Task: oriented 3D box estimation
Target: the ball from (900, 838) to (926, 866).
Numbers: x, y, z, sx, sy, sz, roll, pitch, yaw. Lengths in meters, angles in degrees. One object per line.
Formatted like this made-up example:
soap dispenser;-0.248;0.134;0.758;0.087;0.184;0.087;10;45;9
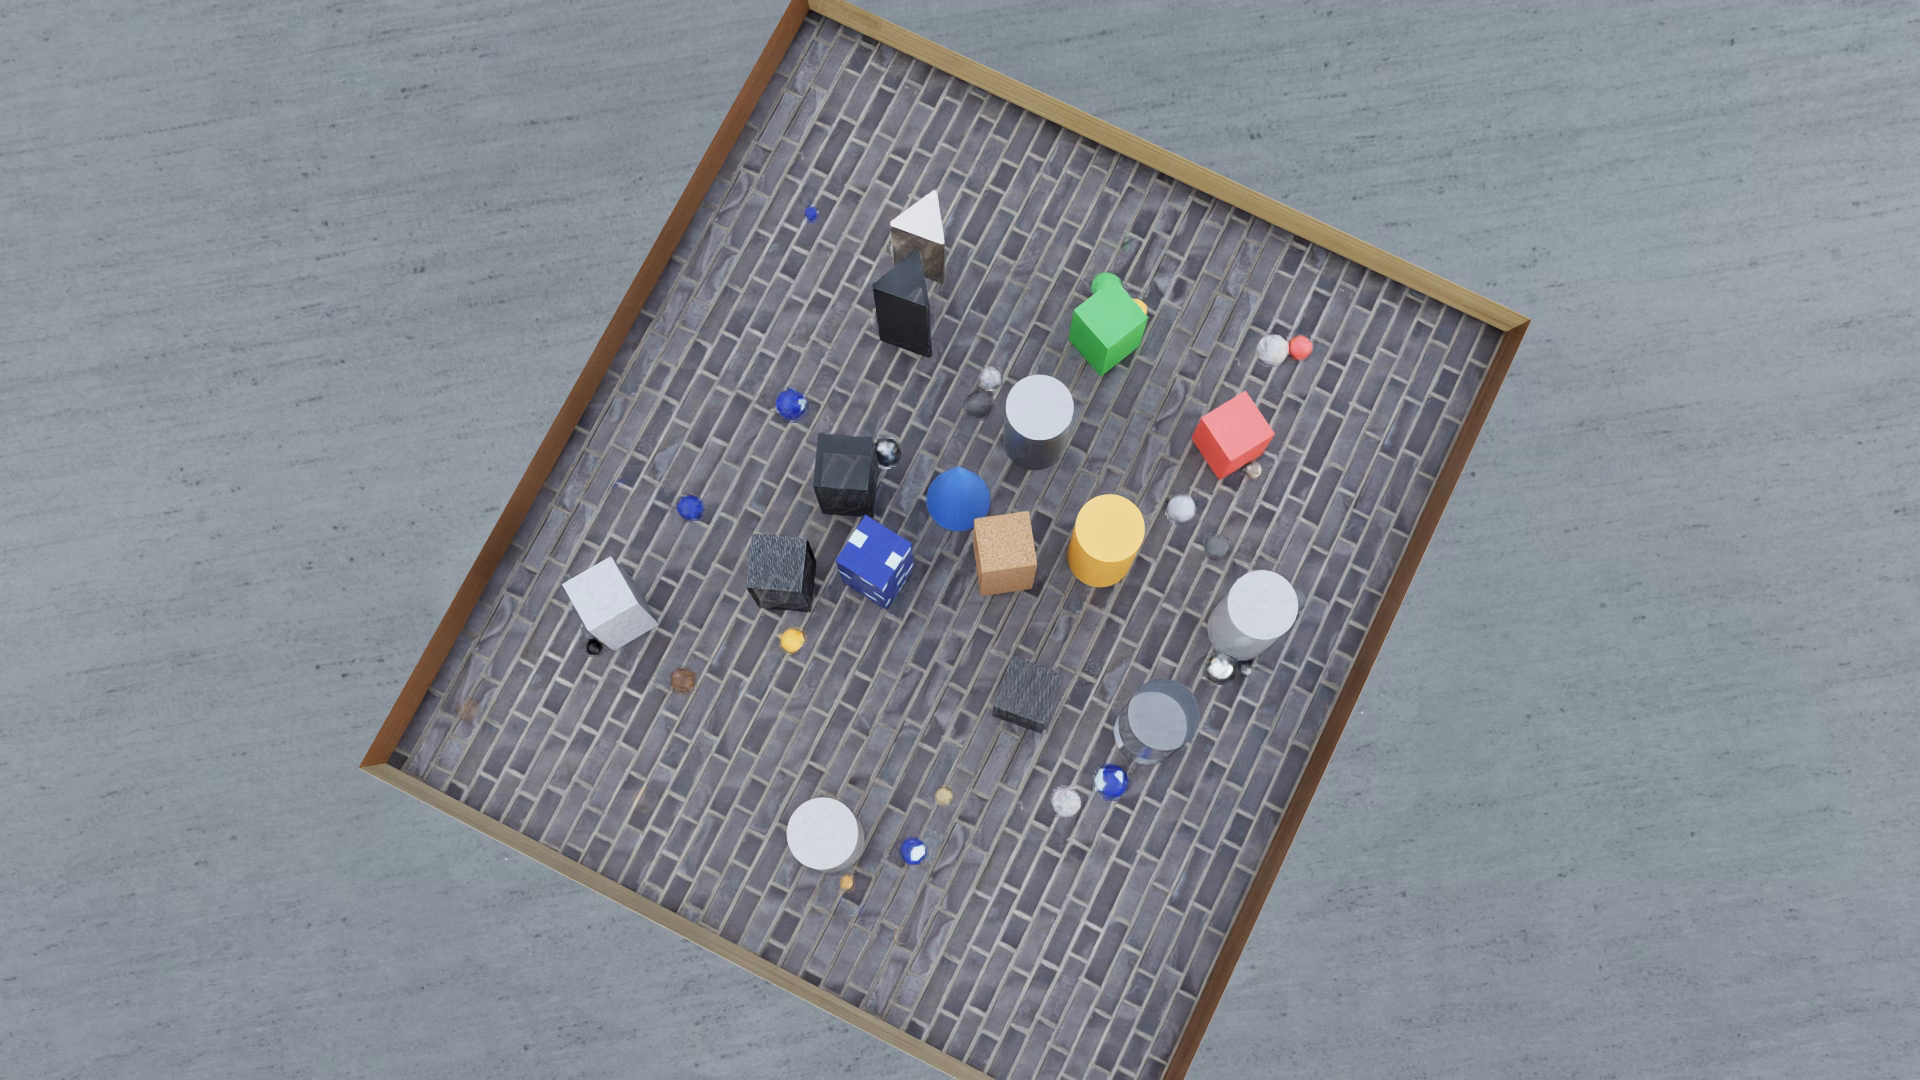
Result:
ball;-0.138;0.915;5.387;0.079;0.079;0.079;0;78;0

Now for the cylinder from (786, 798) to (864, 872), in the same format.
cylinder;-0.381;0.849;5.254;0.198;0.367;0.198;0;78;0

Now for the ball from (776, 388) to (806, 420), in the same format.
ball;-0.522;-0.418;5.654;0.096;0.096;0.096;0;78;0

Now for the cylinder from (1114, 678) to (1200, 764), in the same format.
cylinder;0.561;0.527;5.268;0.198;0.470;0.198;0;78;0

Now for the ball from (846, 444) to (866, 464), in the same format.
ball;-0.318;-0.265;5.631;0.059;0.059;0.059;0;78;0

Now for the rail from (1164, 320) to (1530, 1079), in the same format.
rail;1.110;0.550;5.436;0.045;0.129;2.800;26;80;5

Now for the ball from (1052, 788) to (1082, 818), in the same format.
ball;0.314;0.774;5.412;0.087;0.087;0.087;0;78;0

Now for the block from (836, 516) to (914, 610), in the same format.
block;-0.247;0.070;5.420;0.158;0.356;0.158;32;80;6

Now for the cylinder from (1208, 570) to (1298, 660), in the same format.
cylinder;0.849;0.225;5.349;0.198;0.433;0.198;0;78;0

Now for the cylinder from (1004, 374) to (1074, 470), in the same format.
cylinder;0.232;-0.349;5.503;0.198;0.364;0.198;0;78;0

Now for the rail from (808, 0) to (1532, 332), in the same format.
rail;0.616;-1.199;5.798;2.528;0.129;0.045;26;80;5

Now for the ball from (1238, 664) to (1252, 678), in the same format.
ball;0.860;0.392;5.514;0.042;0.042;0.042;0;78;0

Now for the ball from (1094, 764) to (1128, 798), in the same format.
ball;0.448;0.714;5.418;0.099;0.099;0.099;0;78;0

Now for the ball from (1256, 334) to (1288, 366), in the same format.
ball;0.971;-0.591;5.689;0.098;0.098;0.098;0;78;0

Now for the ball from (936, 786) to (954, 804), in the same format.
ball;-0.047;0.758;5.432;0.054;0.054;0.054;0;78;0

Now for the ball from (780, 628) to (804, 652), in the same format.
ball;-0.505;0.302;5.517;0.072;0.072;0.072;0;78;0

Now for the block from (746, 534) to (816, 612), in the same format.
block;-0.524;0.101;5.415;0.158;0.354;0.158;5;78;1

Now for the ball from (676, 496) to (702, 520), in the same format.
ball;-0.827;-0.099;5.599;0.076;0.076;0.076;0;78;0

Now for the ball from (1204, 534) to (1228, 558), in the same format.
ball;0.780;0.019;5.575;0.075;0.075;0.075;0;78;0

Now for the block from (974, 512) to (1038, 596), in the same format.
block;0.130;0.044;5.409;0.158;0.389;0.158;-8;78;-2

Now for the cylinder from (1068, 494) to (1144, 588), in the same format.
cylinder;0.427;0.007;5.409;0.198;0.403;0.198;0;78;0

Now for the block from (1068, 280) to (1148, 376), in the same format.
block;0.451;-0.647;5.607;0.158;0.280;0.158;-39;81;-7

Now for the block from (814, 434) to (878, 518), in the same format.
block;-0.338;-0.189;5.469;0.158;0.366;0.158;4;78;1

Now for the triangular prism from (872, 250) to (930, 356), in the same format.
triangular prism;-0.147;-0.720;5.517;0.171;0.487;0.148;19;79;4

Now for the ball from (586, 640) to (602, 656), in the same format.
ball;-1.103;0.325;5.526;0.047;0.047;0.047;0;78;0

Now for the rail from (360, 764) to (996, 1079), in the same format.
rail;-0.616;1.212;5.299;2.528;0.129;0.045;26;80;5

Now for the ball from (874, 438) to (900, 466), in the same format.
ball;-0.226;-0.270;5.624;0.086;0.086;0.086;0;78;0

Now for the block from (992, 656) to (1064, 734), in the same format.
block;0.198;0.457;5.391;0.158;0.257;0.158;20;79;4

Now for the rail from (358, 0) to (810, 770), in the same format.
rail;-1.110;-0.536;5.661;0.045;0.129;2.800;26;80;5

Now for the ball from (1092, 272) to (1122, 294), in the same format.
ball;0.460;-0.788;5.731;0.096;0.096;0.096;0;78;0

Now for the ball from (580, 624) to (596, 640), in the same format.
ball;-1.116;0.273;5.531;0.057;0.057;0.057;0;78;0

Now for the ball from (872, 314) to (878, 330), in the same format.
ball;-0.249;-0.681;5.720;0.054;0.054;0.054;0;78;0

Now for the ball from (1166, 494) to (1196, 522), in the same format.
ball;0.676;-0.096;5.592;0.088;0.088;0.088;0;78;0

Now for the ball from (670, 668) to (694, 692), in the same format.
ball;-0.832;0.420;5.492;0.074;0.074;0.074;0;78;0

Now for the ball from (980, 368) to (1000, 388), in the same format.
ball;0.094;-0.504;5.687;0.066;0.066;0.066;0;78;0

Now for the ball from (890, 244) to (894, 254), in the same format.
ball;-0.199;-0.921;5.784;0.046;0.046;0.046;0;78;0

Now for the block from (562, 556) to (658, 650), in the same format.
block;-1.021;0.191;5.382;0.158;0.382;0.158;-30;80;-6

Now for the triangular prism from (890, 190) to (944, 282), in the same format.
triangular prism;-0.101;-0.943;5.635;0.171;0.346;0.148;21;79;4

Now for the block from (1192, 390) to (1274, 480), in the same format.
block;0.826;-0.315;5.559;0.158;0.241;0.158;-31;80;-6

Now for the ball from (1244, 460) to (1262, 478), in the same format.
ball;0.899;-0.217;5.633;0.056;0.056;0.056;0;78;0

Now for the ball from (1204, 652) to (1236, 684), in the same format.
ball;0.780;0.386;5.488;0.095;0.095;0.095;0;78;0

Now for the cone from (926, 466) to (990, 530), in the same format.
cone;-0.005;-0.168;5.431;0.198;0.432;0.198;0;78;0

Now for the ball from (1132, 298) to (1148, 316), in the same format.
ball;0.542;-0.708;5.692;0.081;0.081;0.081;0;78;0

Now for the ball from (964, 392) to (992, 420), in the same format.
ball;0.058;-0.416;5.659;0.086;0.086;0.086;0;78;0

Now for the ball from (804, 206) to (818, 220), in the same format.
ball;-0.471;-1.036;5.809;0.043;0.043;0.043;0;78;0

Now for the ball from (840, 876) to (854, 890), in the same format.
ball;-0.333;1.007;5.387;0.042;0.042;0.042;0;78;0

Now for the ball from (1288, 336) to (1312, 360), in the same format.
ball;1.059;-0.599;5.702;0.075;0.075;0.075;0;78;0
